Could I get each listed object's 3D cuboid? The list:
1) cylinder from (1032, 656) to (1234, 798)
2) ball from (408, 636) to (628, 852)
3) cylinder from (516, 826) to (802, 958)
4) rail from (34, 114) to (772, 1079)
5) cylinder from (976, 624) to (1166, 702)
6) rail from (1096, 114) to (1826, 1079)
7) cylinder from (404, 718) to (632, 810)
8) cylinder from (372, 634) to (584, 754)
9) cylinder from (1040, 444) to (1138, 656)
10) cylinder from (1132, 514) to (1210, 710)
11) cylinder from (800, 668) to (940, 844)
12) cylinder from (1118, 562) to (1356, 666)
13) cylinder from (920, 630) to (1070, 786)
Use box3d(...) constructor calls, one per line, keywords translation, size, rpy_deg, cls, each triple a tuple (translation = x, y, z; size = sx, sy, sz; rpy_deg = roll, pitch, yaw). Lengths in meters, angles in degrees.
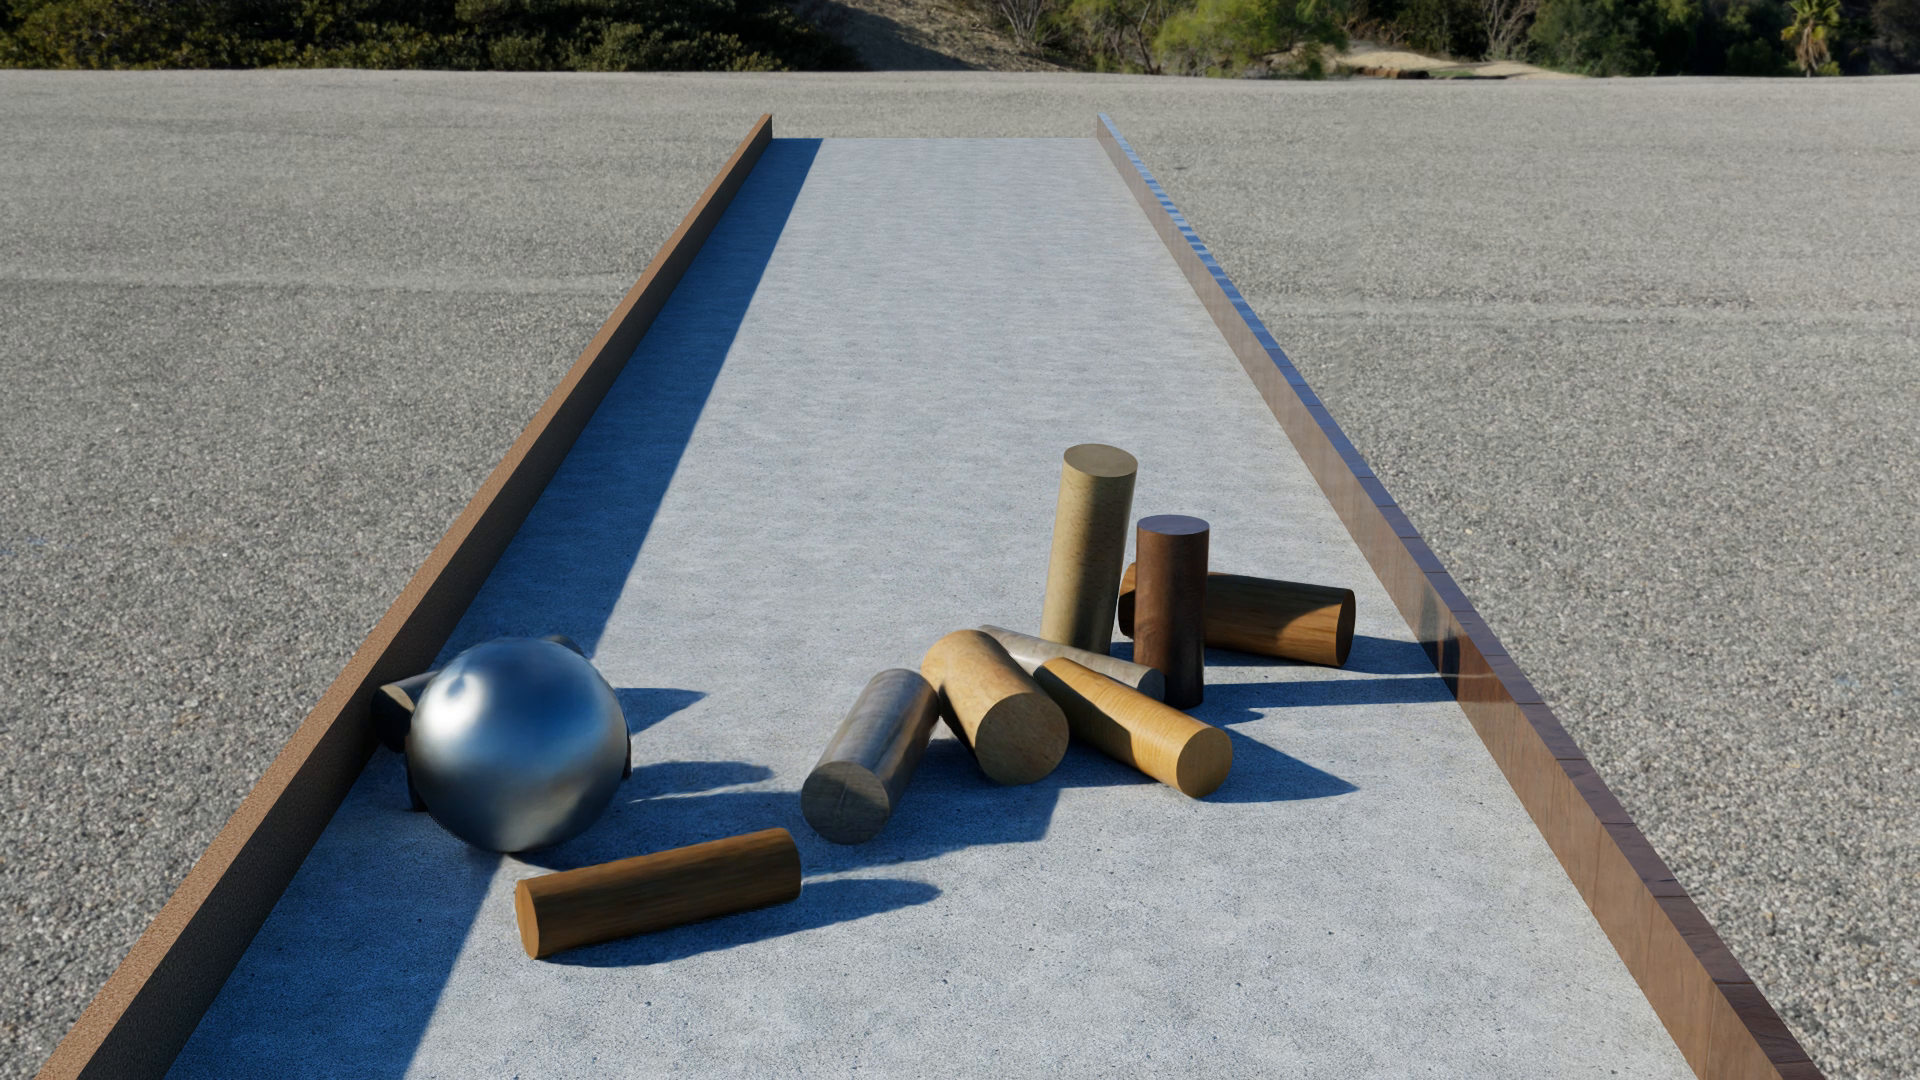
box3d(translation=(0.295, 0.327, 3.905), size=(0.126, 0.126, 0.431), rpy_deg=(-11, 20, -33), cls="cylinder")
box3d(translation=(-0.707, 0.327, 3.524), size=(0.345, 0.345, 0.345), rpy_deg=(0, 17, 0), cls="ball")
box3d(translation=(-0.446, 0.522, 3.275), size=(0.409, 0.113, 0.113), rpy_deg=(-8, 19, -26), cls="cylinder")
box3d(translation=(-1.118, -0.838, 7.780), size=(0.050, 0.150, 12.000), rpy_deg=(0, 17, -1), cls="rail")
box3d(translation=(0.198, 0.252, 4.198), size=(0.399, 0.103, 0.103), rpy_deg=(13, 21, 37), cls="cylinder")
box3d(translation=(0.932, -0.844, 7.801), size=(0.050, 0.150, 12.000), rpy_deg=(0, 17, -1), cls="rail")
box3d(translation=(-0.754, 0.372, 3.755), size=(0.362, 0.125, 0.125), rpy_deg=(-7, 18, -21), cls="cylinder")
box3d(translation=(-0.875, 0.278, 4.032), size=(0.125, 0.125, 0.414), rpy_deg=(11, 17, 33), cls="cylinder")
box3d(translation=(0.251, 0.031, 4.345), size=(0.145, 0.422, 0.145), rpy_deg=(5, 28, -3), cls="cylinder")
box3d(translation=(0.398, 0.137, 4.159), size=(0.136, 0.346, 0.136), rpy_deg=(0, 17, 0), cls="cylinder")
box3d(translation=(-0.146, 0.362, 3.753), size=(0.146, 0.146, 0.444), rpy_deg=(3, 17, 10), cls="cylinder")
box3d(translation=(0.560, 0.148, 4.456), size=(0.453, 0.155, 0.155), rpy_deg=(7, 18, 23), cls="cylinder")
box3d(translation=(0.057, 0.295, 3.936), size=(0.171, 0.171, 0.347), rpy_deg=(-5, 17, -16), cls="cylinder")
